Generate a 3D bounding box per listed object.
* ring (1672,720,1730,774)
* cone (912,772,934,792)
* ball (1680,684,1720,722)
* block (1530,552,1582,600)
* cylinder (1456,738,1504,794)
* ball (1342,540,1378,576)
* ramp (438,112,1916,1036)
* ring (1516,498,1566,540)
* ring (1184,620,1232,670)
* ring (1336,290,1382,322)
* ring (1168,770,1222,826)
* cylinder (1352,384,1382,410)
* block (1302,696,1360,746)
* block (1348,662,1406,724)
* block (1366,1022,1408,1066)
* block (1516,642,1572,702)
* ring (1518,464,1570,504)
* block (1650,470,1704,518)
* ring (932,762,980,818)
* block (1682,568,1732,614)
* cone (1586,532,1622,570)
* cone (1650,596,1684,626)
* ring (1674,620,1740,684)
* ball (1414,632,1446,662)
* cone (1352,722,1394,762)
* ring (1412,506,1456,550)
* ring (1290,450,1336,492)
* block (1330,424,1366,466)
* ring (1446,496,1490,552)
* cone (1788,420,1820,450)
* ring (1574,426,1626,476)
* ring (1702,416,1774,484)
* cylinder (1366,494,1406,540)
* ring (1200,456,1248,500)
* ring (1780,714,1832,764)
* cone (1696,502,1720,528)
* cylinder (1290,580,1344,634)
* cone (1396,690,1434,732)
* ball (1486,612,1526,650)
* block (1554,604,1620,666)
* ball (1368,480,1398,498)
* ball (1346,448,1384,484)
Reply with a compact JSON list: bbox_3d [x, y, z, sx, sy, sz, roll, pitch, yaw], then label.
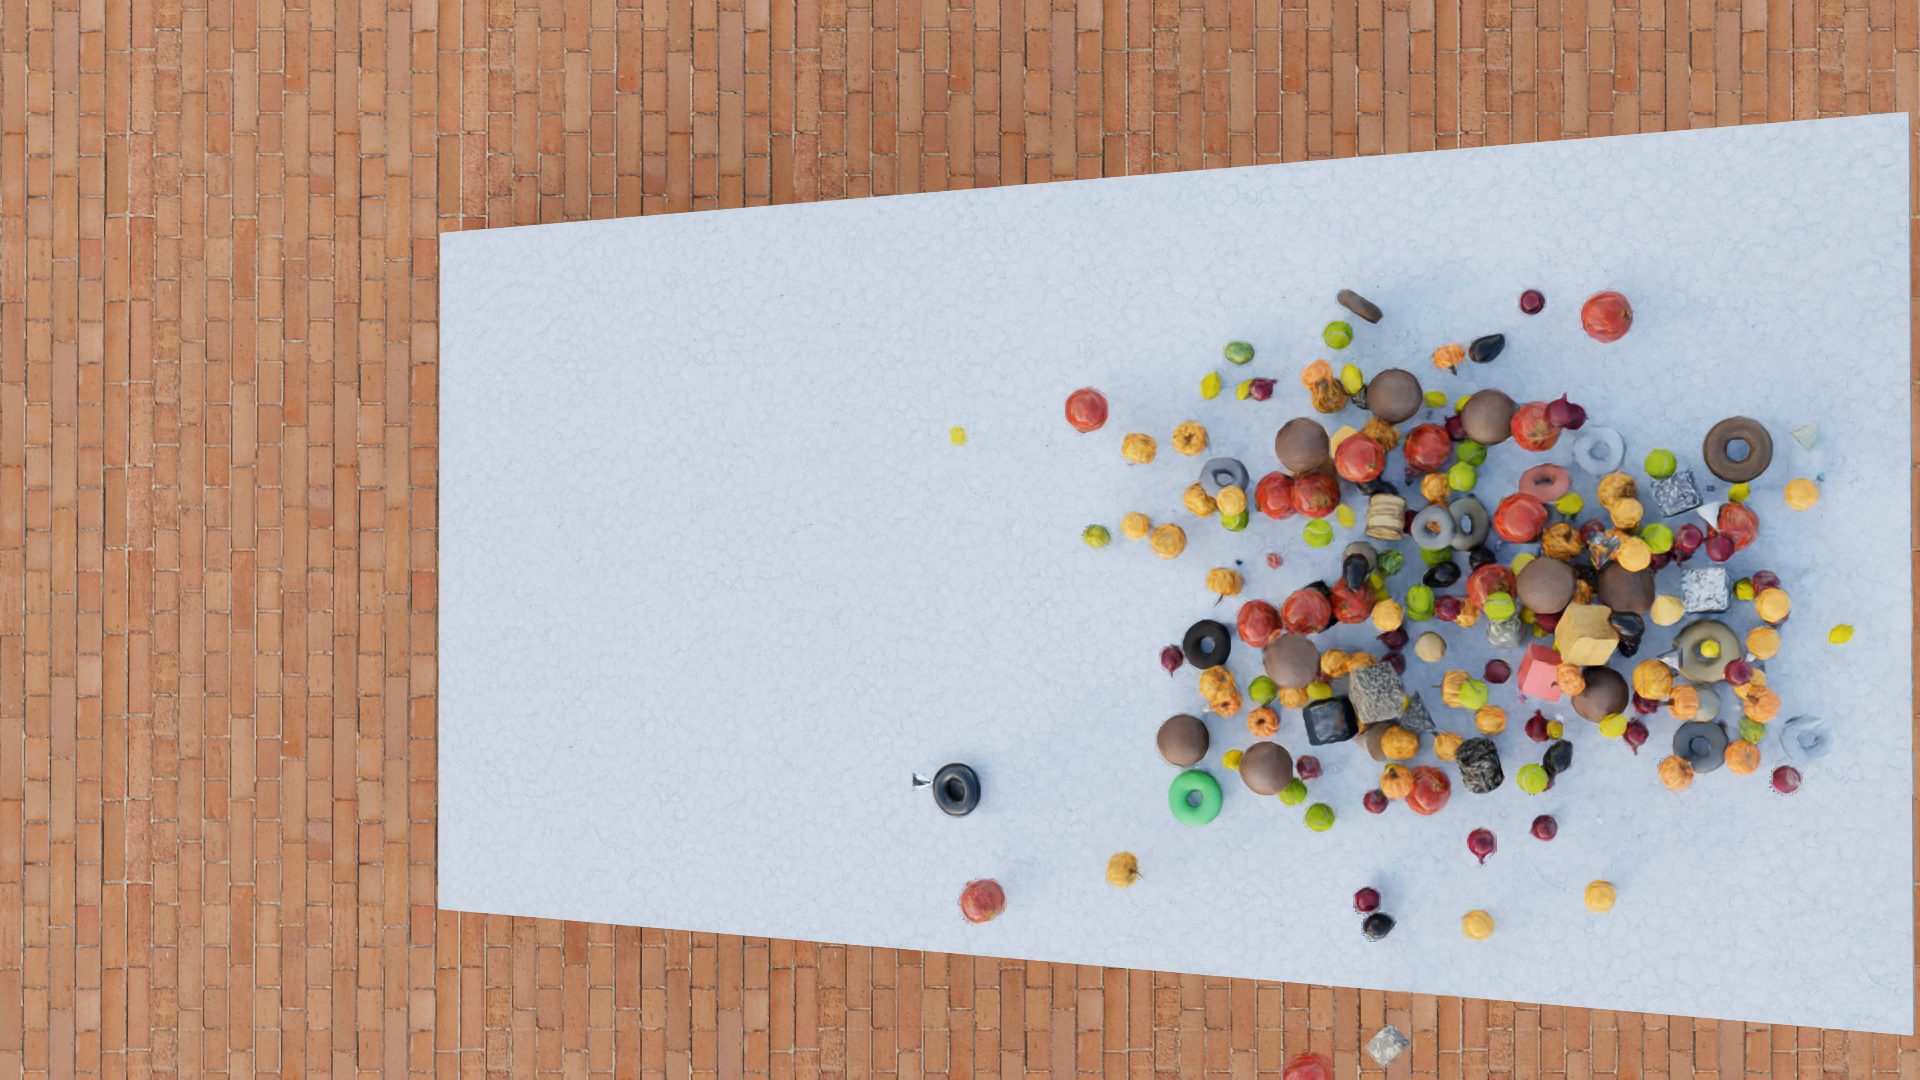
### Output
[{"bbox_3d":[1.660,0.461,4.927,0.123,0.041,0.123,-2,84,26],"label":"ring"},{"bbox_3d":[-0.097,0.638,5.786,0.057,0.057,0.057,5,89,-1],"label":"cone"},{"bbox_3d":[1.652,0.364,4.907,0.086,0.086,0.086,0,89,0],"label":"ball"},{"bbox_3d":[1.364,0.083,5.040,0.069,0.069,0.069,19,110,-20],"label":"block"},{"bbox_3d":[1.205,0.523,5.099,0.092,0.092,0.092,-22,118,0],"label":"cylinder"},{"bbox_3d":[0.950,0.043,5.218,0.083,0.083,0.083,0,89,0],"label":"ball"},{"bbox_3d":[0.281,0.081,5.679,4.000,0.100,2.000,0,89,26],"label":"ramp"},{"bbox_3d":[1.344,-0.055,5.089,0.112,0.037,0.112,1,93,26],"label":"ring"},{"bbox_3d":[0.611,0.259,5.434,0.125,0.042,0.125,-4,82,28],"label":"ring"},{"bbox_3d":[0.948,-0.556,5.222,0.119,0.119,0.040,31,99,0],"label":"ring"},{"bbox_3d":[0.583,0.639,5.445,0.140,0.047,0.140,-1,87,26],"label":"ring"},{"bbox_3d":[0.972,-0.342,5.260,0.059,0.059,0.059,0,89,26],"label":"cylinder"},{"bbox_3d":[0.875,0.426,5.190,0.091,0.091,0.091,-13,92,30],"label":"block"},{"bbox_3d":[0.970,0.356,5.121,0.093,0.093,0.093,-12,48,-11],"label":"block"},{"bbox_3d":[1.016,1.199,5.233,0.063,0.063,0.063,48,118,16],"label":"block"},{"bbox_3d":[1.336,0.303,5.033,0.088,0.088,0.088,16,115,1],"label":"block"},{"bbox_3d":[1.344,-0.129,5.057,0.118,0.118,0.039,-24,126,0],"label":"ring"},{"bbox_3d":[1.610,-0.103,4.934,0.082,0.082,0.082,-22,81,24],"label":"block"},{"bbox_3d":[-0.009,0.650,5.724,0.143,0.048,0.143,3,95,33],"label":"ring"},{"bbox_3d":[1.663,0.114,4.895,0.093,0.093,0.093,-4,82,27],"label":"block"},{"bbox_3d":[1.412,0.033,4.849,0.078,0.078,0.078,4,116,0],"label":"cone"},{"bbox_3d":[1.554,0.141,4.867,0.073,0.073,0.073,-18,54,26],"label":"cone"},{"bbox_3d":[1.668,0.249,4.912,0.148,0.049,0.148,-11,70,31],"label":"ring"},{"bbox_3d":[1.095,0.249,5.120,0.072,0.072,0.072,0,89,0],"label":"ball"},{"bbox_3d":[0.971,0.480,5.261,0.095,0.095,0.095,0,90,-38],"label":"cone"},{"bbox_3d":[1.096,-0.028,5.085,0.104,0.035,0.104,-3,84,24],"label":"ring"},{"bbox_3d":[0.851,-0.166,5.305,0.114,0.038,0.114,10,131,11],"label":"ring"},{"bbox_3d":[0.917,-0.224,5.197,0.058,0.058,0.058,29,55,31],"label":"block"},{"bbox_3d":[1.181,-0.037,5.127,0.130,0.043,0.130,1,87,-28],"label":"ring"},{"bbox_3d":[1.866,-0.240,4.825,0.064,0.064,0.064,39,102,0],"label":"cone"},{"bbox_3d":[1.464,-0.203,5.031,0.116,0.039,0.116,0,90,24],"label":"ring"},{"bbox_3d":[1.732,-0.201,4.896,0.149,0.050,0.149,0,90,25],"label":"ring"},{"bbox_3d":[0.996,-0.053,5.140,0.087,0.087,0.087,9,75,0],"label":"cylinder"},{"bbox_3d":[0.647,-0.150,5.380,0.120,0.040,0.120,1,61,-1],"label":"ring"},{"bbox_3d":[1.860,0.437,4.834,0.109,0.036,0.109,0,89,25],"label":"ring"},{"bbox_3d":[1.648,-0.049,4.823,0.054,0.054,0.054,-16,75,0],"label":"cone"},{"bbox_3d":[0.856,0.162,5.276,0.093,0.093,0.093,-33,99,0],"label":"cylinder"},{"bbox_3d":[1.073,0.395,5.170,0.088,0.088,0.088,-1,101,0],"label":"cone"},{"bbox_3d":[1.258,0.211,5.067,0.086,0.086,0.086,0,89,0],"label":"ball"},{"bbox_3d":[1.399,0.213,4.910,0.095,0.095,0.095,4,49,-8],"label":"block"},{"bbox_3d":[1.006,-0.106,5.220,0.070,0.070,0.070,0,89,0],"label":"ball"},{"bbox_3d":[0.966,-0.175,5.245,0.087,0.087,0.087,0,89,0],"label":"ball"}]
